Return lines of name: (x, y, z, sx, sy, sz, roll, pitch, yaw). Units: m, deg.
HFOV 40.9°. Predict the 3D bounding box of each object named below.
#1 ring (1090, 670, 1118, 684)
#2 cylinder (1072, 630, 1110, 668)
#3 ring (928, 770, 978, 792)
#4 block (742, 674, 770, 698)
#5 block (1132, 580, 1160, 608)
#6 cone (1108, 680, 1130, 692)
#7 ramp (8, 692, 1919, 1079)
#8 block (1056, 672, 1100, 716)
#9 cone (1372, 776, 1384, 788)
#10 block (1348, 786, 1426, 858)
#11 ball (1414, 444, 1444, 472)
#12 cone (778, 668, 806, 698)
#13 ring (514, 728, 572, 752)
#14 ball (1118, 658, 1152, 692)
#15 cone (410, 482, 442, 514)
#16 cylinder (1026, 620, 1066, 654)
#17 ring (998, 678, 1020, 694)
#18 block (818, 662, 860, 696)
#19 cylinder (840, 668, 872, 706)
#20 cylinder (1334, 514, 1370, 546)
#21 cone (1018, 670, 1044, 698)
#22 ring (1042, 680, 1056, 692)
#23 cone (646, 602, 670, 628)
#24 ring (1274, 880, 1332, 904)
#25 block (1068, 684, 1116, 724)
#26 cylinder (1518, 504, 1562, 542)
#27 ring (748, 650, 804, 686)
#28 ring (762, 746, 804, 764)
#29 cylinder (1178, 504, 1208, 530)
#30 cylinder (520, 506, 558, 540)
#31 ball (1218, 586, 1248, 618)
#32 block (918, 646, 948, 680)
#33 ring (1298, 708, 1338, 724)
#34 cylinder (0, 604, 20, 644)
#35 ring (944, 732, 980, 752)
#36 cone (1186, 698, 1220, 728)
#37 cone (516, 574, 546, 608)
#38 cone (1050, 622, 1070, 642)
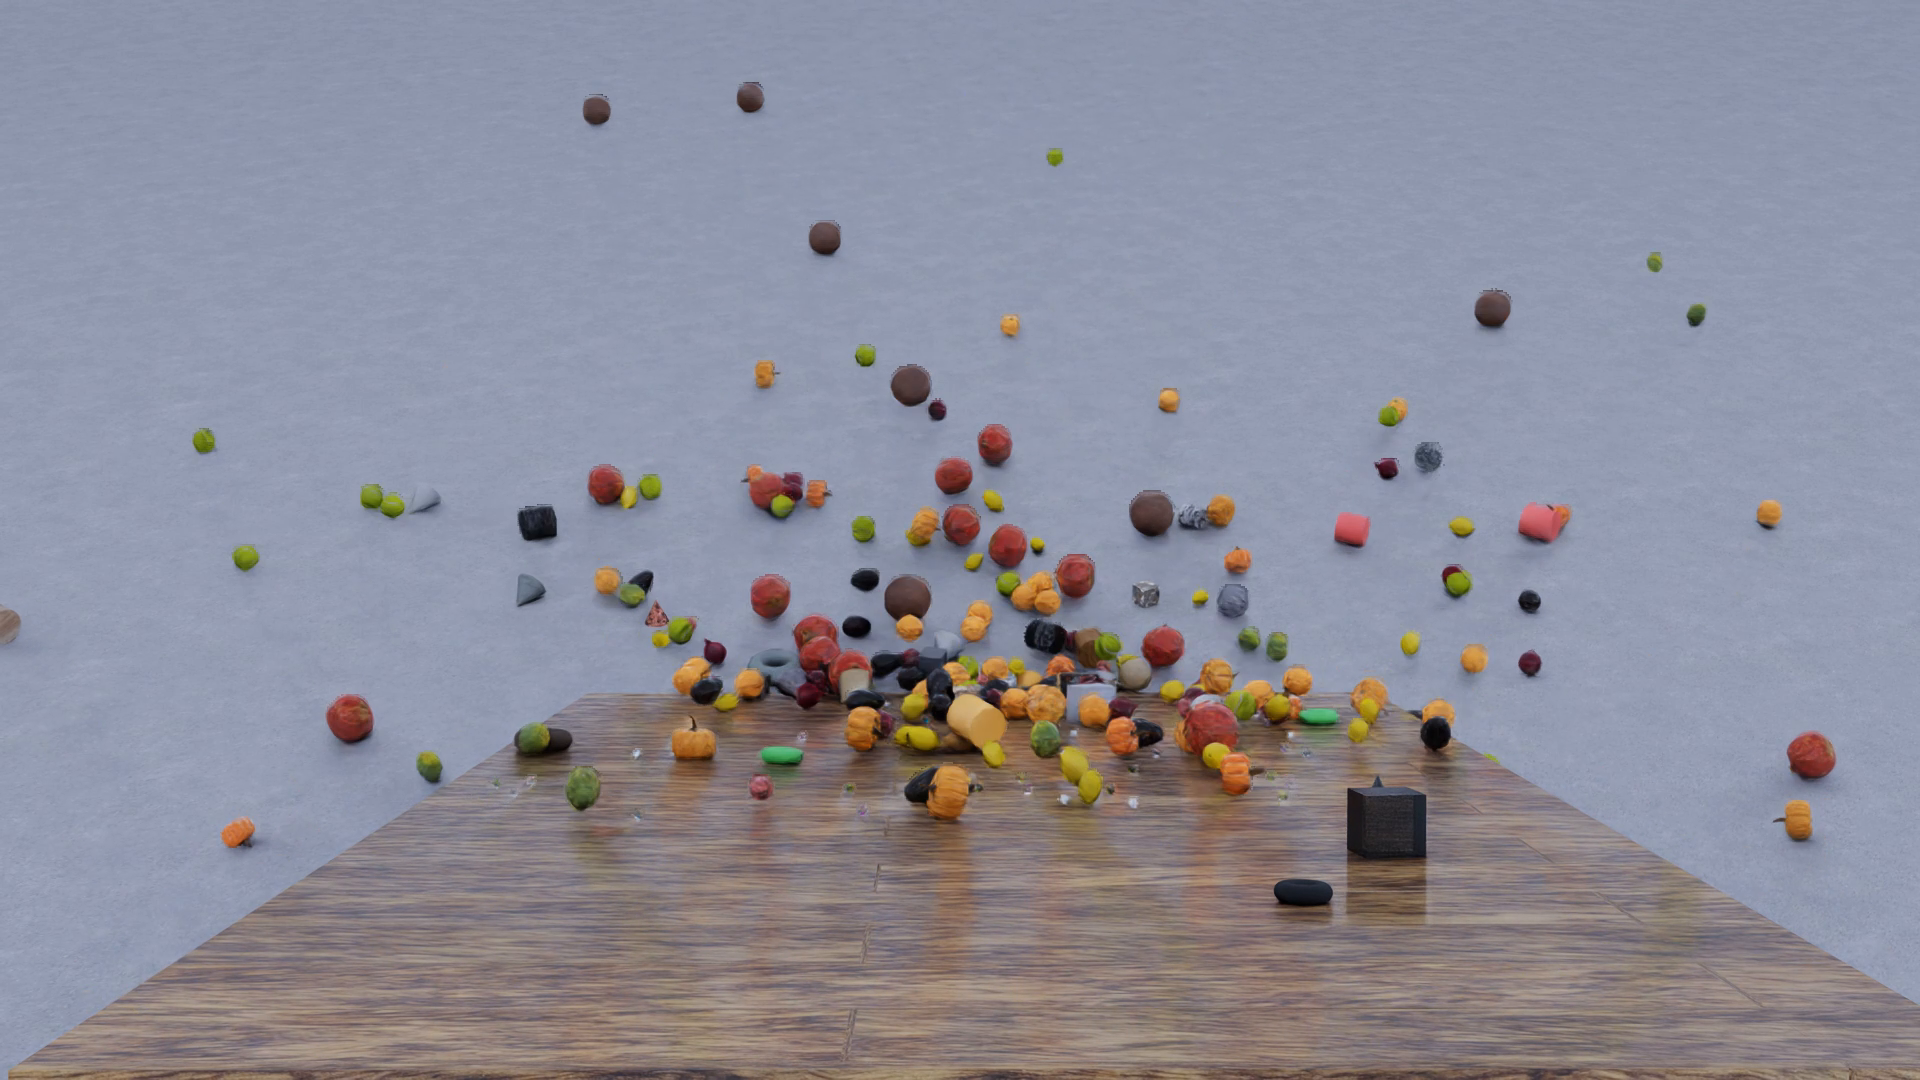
ring: (0.358, 0.385, 6.723, 0.132, 0.044, 0.132, -2, 29, 1)
cylinder: (0.349, 0.289, 6.882, 0.084, 0.084, 0.084, -5, 11, -12)
ring: (-0.012, 0.437, 4.666, 0.092, 0.031, 0.092, -1, 3, 0)
block: (-0.511, 0.366, 6.445, 0.053, 0.053, 0.053, 1, 2, 21)
block: (0.521, 0.152, 7.226, 0.054, 0.054, 0.054, -15, 28, -29)
cone: (0.417, 0.381, 6.644, 0.065, 0.065, 0.065, -9, -16, -18)
ramp: (0.056, 0.506, 4.550, 2.000, 0.100, 4.000, 0, 2, 0)
block: (0.277, 0.360, 6.033, 0.092, 0.092, 0.092, 0, 2, -2)
cone: (0.717, 0.431, 4.420, 0.058, 0.058, 0.058, 0, 2, 0)
block: (0.649, 0.430, 3.924, 0.094, 0.094, 0.094, 0, 2, -8)
ball: (1.471, -0.258, 8.085, 0.090, 0.090, 0.090, 0, 24, 0)
cone: (-0.401, 0.375, 6.425, 0.082, 0.082, 0.082, -12, 34, -25)
ring: (-0.858, 0.411, 5.307, 0.120, 0.040, 0.120, 1, 1, 0)
ball: (0.447, 0.345, 6.580, 0.085, 0.085, 0.085, 0, 24, 0)
cone: (-1.641, -0.111, 7.821, 0.092, 0.092, 0.092, 15, 55, 30)
cylinder: (0.229, 0.260, 6.920, 0.078, 0.078, 0.078, 15, 28, 35)
ring: (0.152, 0.371, 6.552, 0.109, 0.036, 0.109, -1, 2, 0)
block: (-0.305, 0.351, 6.533, 0.077, 0.077, 0.077, -1, 2, -36)
cylinder: (-0.251, 0.354, 6.179, 0.072, 0.072, 0.072, -5, -20, -2)
cylinder: (1.156, -0.030, 7.593, 0.082, 0.082, 0.082, 11, 27, 22)
cone: (0.166, 0.376, 6.436, 0.074, 0.074, 0.074, 8, 31, 17)
ring: (0.233, 0.394, 6.681, 0.141, 0.047, 0.141, -3, 9, 0)
cone: (-0.837, 0.195, 7.114, 0.068, 0.068, 0.068, 0, 24, 0)
ring: (0.467, 0.478, 3.503, 0.080, 0.027, 0.080, 1, 1, 0)
block: (0.298, 0.371, 5.843, 0.083, 0.083, 0.083, -1, 2, -24)
cylinder: (1.716, -0.050, 7.624, 0.093, 0.093, 0.093, 17, 30, 32)
ring: (-0.490, 0.337, 6.824, 0.149, 0.050, 0.149, 0, 26, 0)
ring: (-0.349, 0.425, 5.082, 0.083, 0.028, 0.083, 1, 1, 0)
cylinder: (0.697, -0.070, 7.705, 0.062, 0.062, 0.062, 20, 31, 37)
cylinder: (-1.249, -0.050, 7.626, 0.090, 0.090, 0.090, -10, 26, -22)
ball: (0.757, 0.171, 7.143, 0.087, 0.087, 0.087, 0, 24, 0)
block: (-0.072, 0.326, 6.833, 0.062, 0.062, 0.062, 7, 25, 15)
ring: (0.809, 0.399, 5.817, 0.087, 0.029, 0.087, -1, 3, 0)
cylinder: (-2.629, 0.224, 7.013, 0.099, 0.099, 0.099, 18, 30, 34)
ring: (0.007, 0.414, 5.291, 0.080, 0.027, 0.080, 5, 15, -1)
cone: (0.556, 0.398, 5.704, 0.084, 0.084, 0.084, -8, 7, -17)
cone: (-1.224, 0.157, 7.232, 0.088, 0.088, 0.088, 12, 54, 25)
cone: (0.245, 0.277, 6.974, 0.077, 0.077, 0.077, 15, 55, 29)
